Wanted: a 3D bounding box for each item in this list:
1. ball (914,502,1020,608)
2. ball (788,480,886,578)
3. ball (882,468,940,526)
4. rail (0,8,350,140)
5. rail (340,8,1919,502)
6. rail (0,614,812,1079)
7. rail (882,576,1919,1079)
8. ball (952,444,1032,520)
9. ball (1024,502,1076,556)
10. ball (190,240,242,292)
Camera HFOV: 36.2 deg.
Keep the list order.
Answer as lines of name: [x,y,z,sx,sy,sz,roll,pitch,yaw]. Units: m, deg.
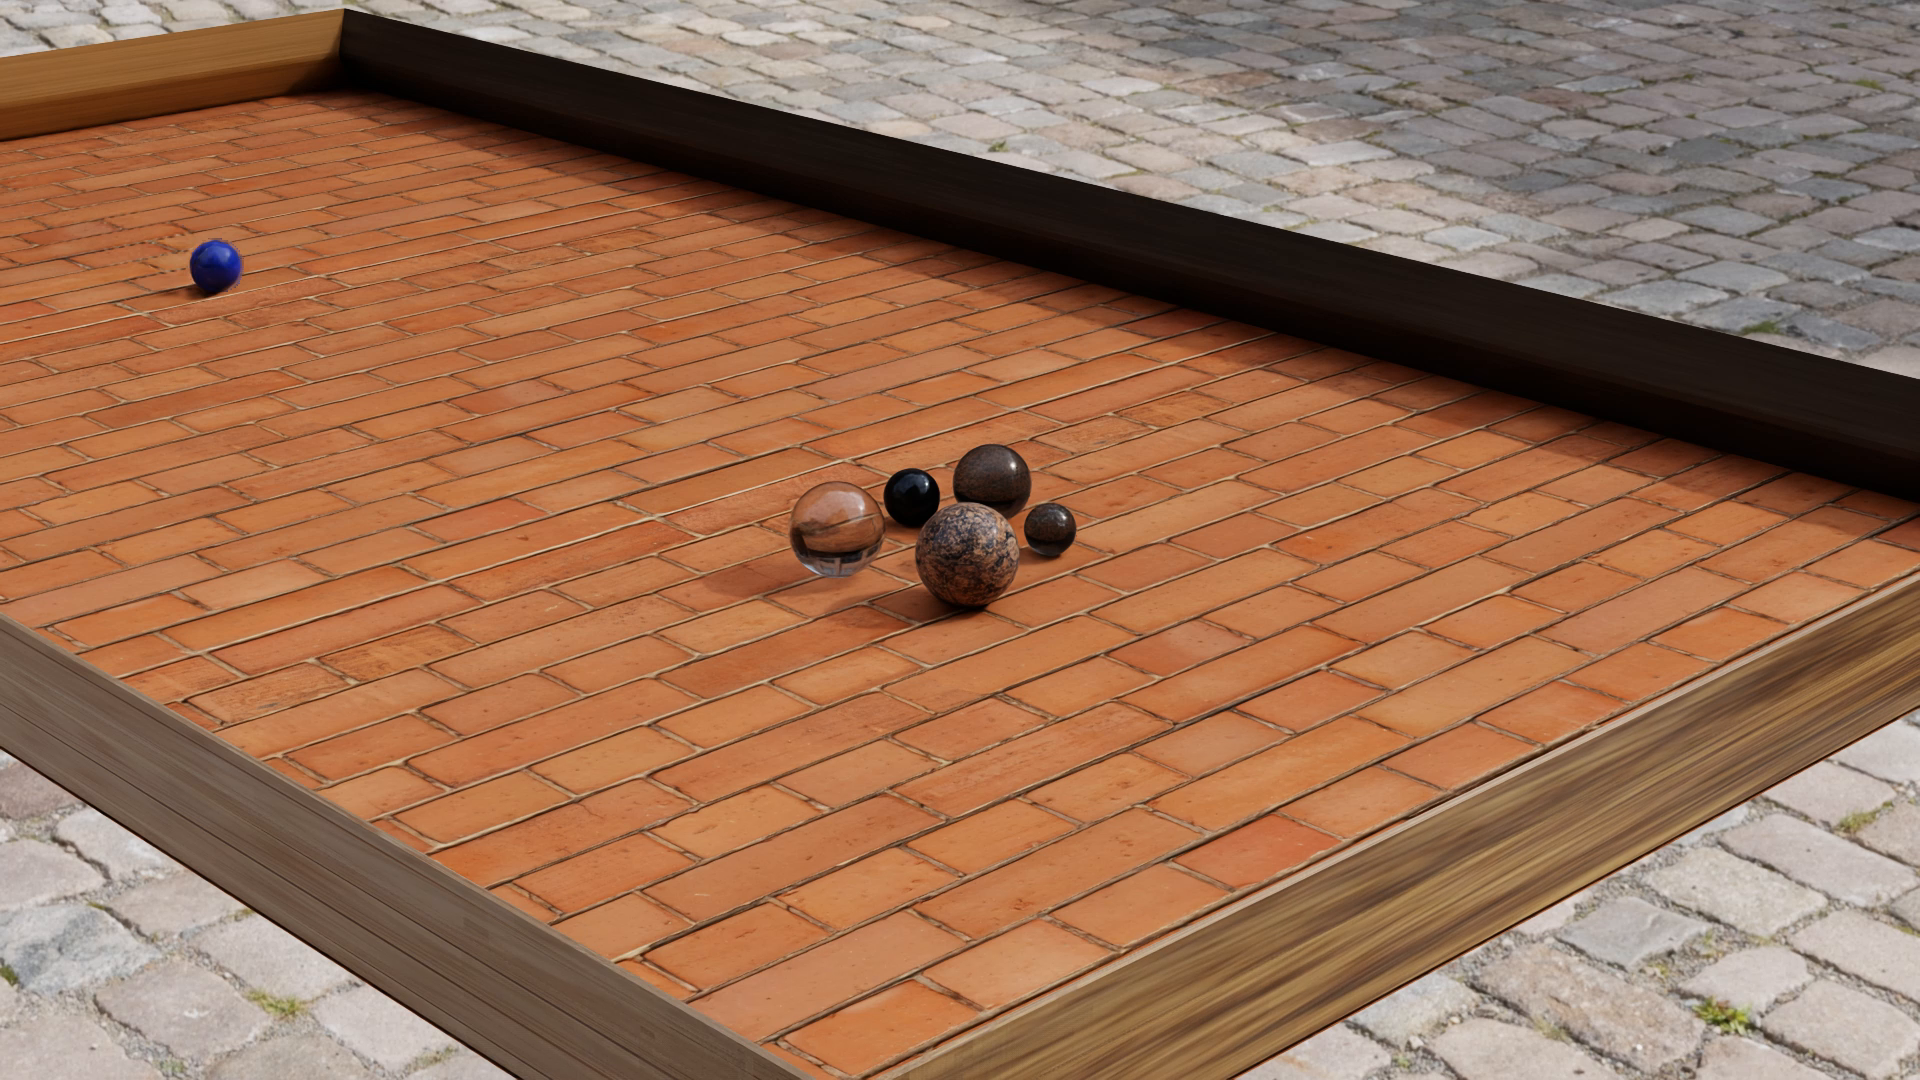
ball: [0.007,0.013,2.648,0.095,0.095,0.095,0,20,0]
ball: [-0.114,-0.010,2.717,0.090,0.090,0.090,0,20,0]
ball: [-0.047,-0.042,2.853,0.056,0.056,0.056,0,20,0]
rail: [-1.585,-0.604,4.267,1.655,0.124,0.045,-18,27,-40]
rail: [0.048,-0.414,3.755,0.045,0.124,3.092,-18,27,-40]
rail: [-1.115,-0.028,2.715,0.045,0.124,3.092,-18,27,-40]
rail: [0.517,0.163,2.203,1.655,0.124,0.045,-18,27,-40]
ball: [0.031,-0.055,2.857,0.078,0.078,0.078,0,20,0]
ball: [0.085,-0.010,2.776,0.050,0.050,0.050,0,20,0]
ball: [-0.922,-0.339,3.644,0.063,0.063,0.063,0,20,0]
